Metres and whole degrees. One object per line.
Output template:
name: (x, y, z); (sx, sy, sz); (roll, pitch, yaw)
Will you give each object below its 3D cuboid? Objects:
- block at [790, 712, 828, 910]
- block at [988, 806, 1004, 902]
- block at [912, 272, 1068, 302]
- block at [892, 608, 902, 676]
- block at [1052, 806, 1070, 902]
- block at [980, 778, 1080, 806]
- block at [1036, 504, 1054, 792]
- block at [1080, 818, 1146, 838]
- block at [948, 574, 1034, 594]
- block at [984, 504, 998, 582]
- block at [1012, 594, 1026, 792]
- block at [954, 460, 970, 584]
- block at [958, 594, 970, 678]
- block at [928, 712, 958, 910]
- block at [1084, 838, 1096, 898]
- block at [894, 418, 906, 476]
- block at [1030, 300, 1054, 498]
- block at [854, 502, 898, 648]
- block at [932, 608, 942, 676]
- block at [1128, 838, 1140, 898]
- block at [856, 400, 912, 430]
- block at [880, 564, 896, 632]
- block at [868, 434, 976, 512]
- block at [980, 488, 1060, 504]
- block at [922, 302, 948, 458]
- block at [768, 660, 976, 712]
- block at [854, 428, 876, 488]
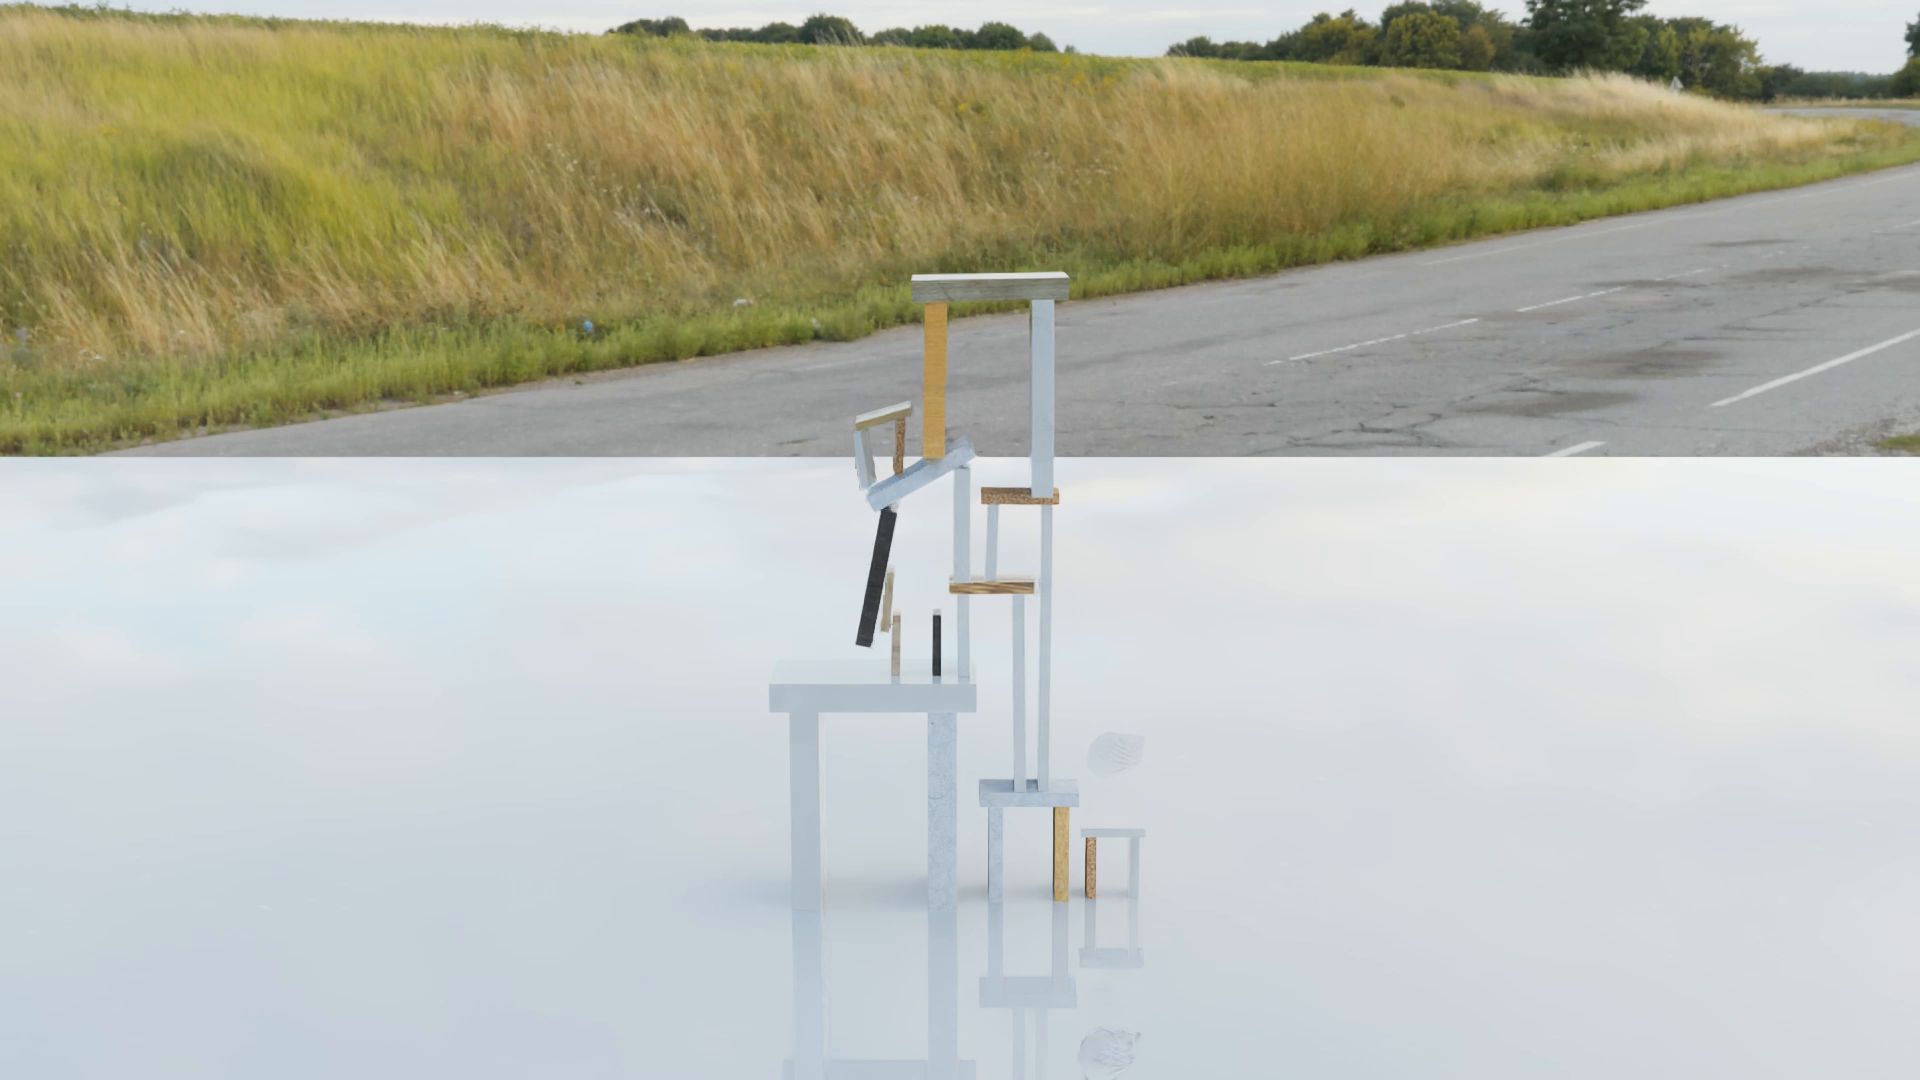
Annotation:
block: (-0.251, 0.426, 3.643); (0.047, 0.333, 0.167); (0, 11, 0)
block: (0.059, 0.510, 3.656); (0.023, 0.163, 0.081); (0, 11, 0)
block: (0.047, -0.400, 3.477); (0.244, 0.035, 0.122); (-1, 11, 0)
block: (-0.104, 0.167, 3.589); (0.014, 0.101, 0.050); (1, 11, 0)
block: (0.168, 0.510, 3.656); (0.023, 0.163, 0.081); (0, 11, 0)
block: (0.113, 0.418, 3.639); (0.163, 0.023, 0.081); (0, 11, 0)
block: (0.138, 0.172, 3.596); (0.018, 0.477, 0.063); (0, 11, 0)
block: (0.253, 0.478, 3.650); (0.106, 0.015, 0.053); (0, 11, 0)
block: (0.051, 0.071, 3.572); (0.138, 0.020, 0.069); (0, 11, 0)
block: (0.051, -0.001, 3.562); (0.018, 0.125, 0.063); (2, 11, 0)
block: (0.097, 0.244, 3.605); (0.020, 0.332, 0.069); (-1, 11, 0)
block: (0.002, -0.030, 3.557); (0.026, 0.184, 0.092); (0, 11, -1)
block: (0.006, 0.149, 3.586); (0.020, 0.138, 0.069); (0, 11, 0)
block: (-0.029, 0.426, 3.643); (0.047, 0.333, 0.167); (0, 11, 0)
block: (0.218, 0.538, 3.661); (0.015, 0.106, 0.053); (0, 11, 0)
block: (-0.098, -0.154, 3.543); (0.013, 0.091, 0.045); (1, 17, -5)
block: (0.130, -0.231, 3.510); (0.035, 0.312, 0.122); (0, 11, 0)
block: (-0.135, 0.054, 3.575); (0.026, 0.227, 0.092); (11, 11, -2)
block: (-0.038, 0.167, 3.589); (0.014, 0.101, 0.050); (0, 11, 0)
block: (0.288, 0.538, 3.661); (0.015, 0.106, 0.053); (0, 11, 0)
block: (-0.122, -0.200, 3.532); (0.091, 0.013, 0.045); (-16, 18, 6)
block: (-0.117, 0.095, 3.573); (0.014, 0.101, 0.050); (5, 14, -1)
block: (-0.062, -0.108, 3.546); (0.185, 0.026, 0.092); (-29, 10, 5)
block: (0.097, -0.071, 3.549); (0.125, 0.018, 0.063); (0, 11, -1)
block: (-0.040, -0.261, 3.505); (0.035, 0.244, 0.122); (1, 11, 0)
block: (-0.140, 0.239, 3.608); (0.333, 0.047, 0.166); (0, 11, 0)
block: (-0.153, -0.133, 3.541); (0.013, 0.091, 0.045); (-4, 14, 16)
